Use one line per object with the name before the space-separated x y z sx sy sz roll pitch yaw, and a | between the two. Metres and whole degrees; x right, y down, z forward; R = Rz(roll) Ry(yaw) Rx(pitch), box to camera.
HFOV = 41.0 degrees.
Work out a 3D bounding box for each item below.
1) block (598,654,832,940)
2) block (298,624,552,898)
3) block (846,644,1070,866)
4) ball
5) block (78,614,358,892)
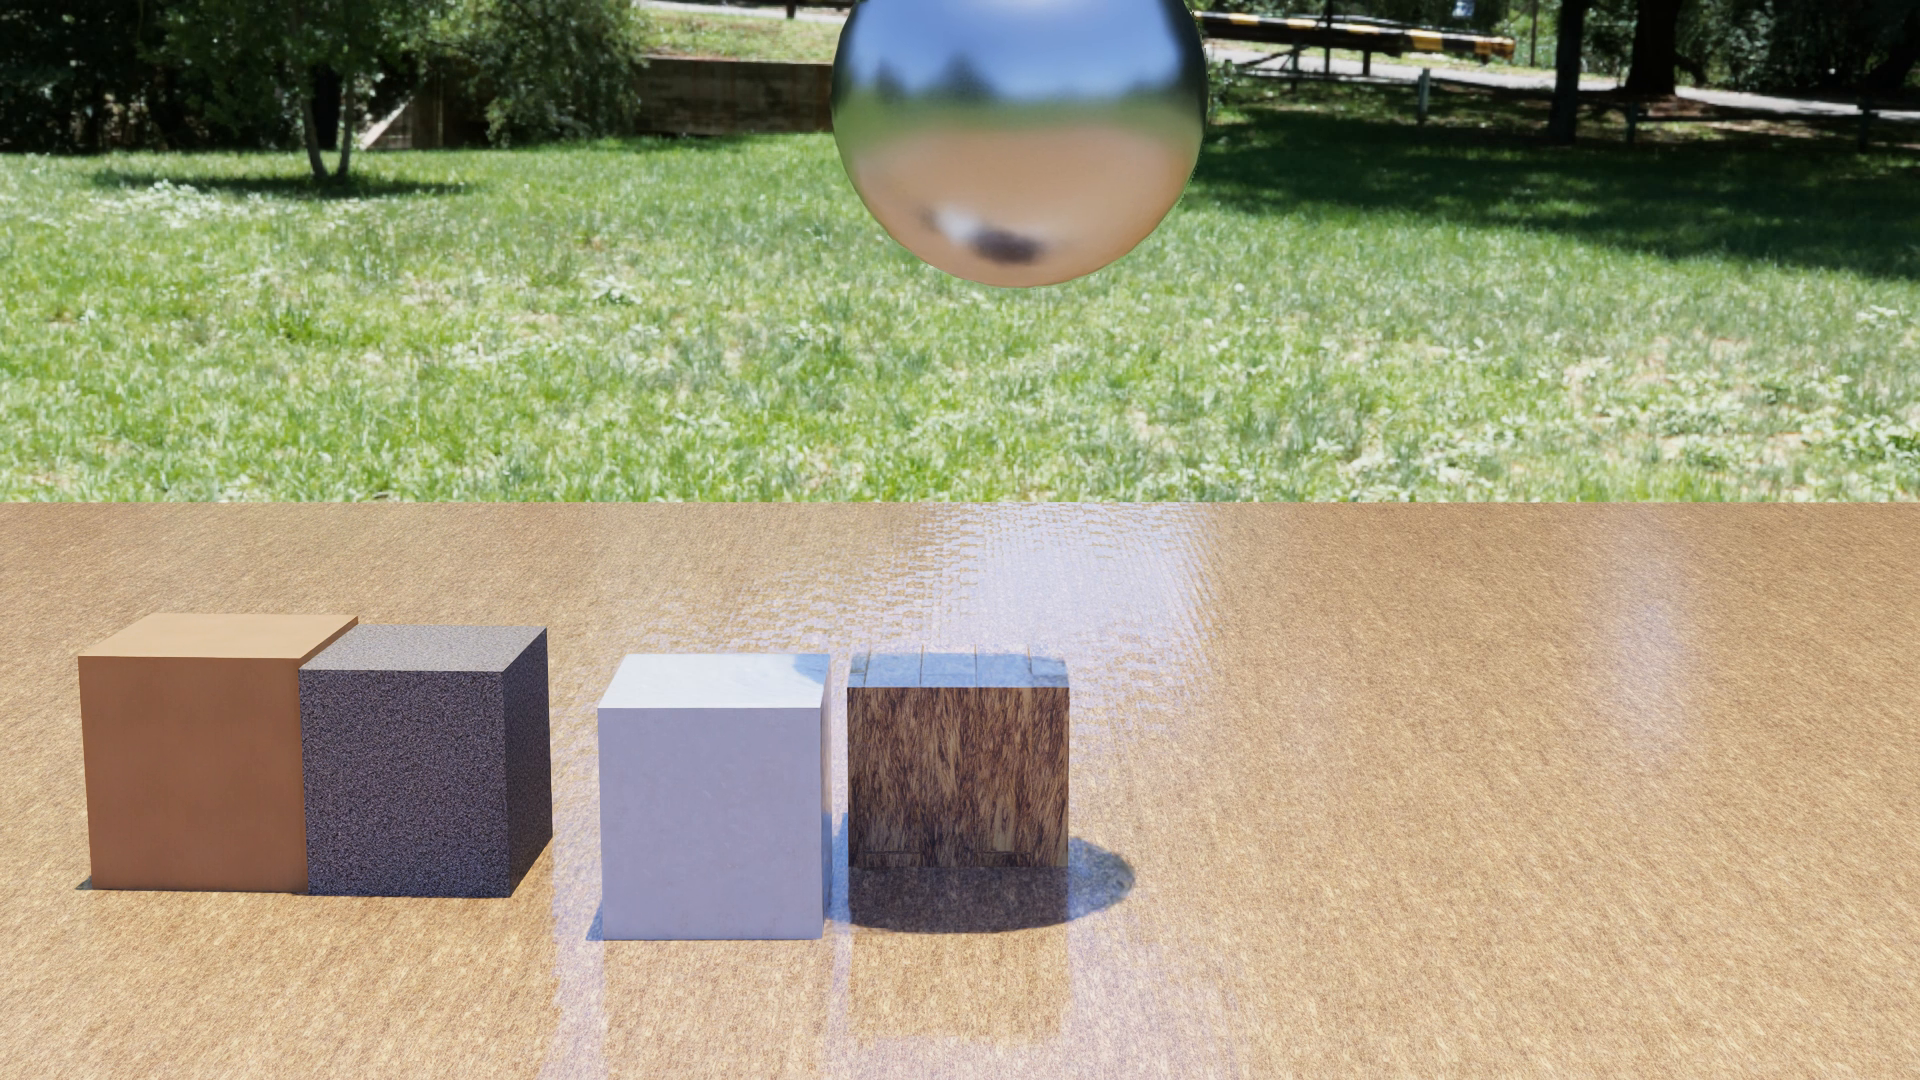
block | -1.019 1.072 10.934 0.900 0.979 0.975 0 10 0
block | -2.360 0.966 11.452 0.881 1.001 0.906 0 10 3
block | -0.007 0.981 11.859 0.986 0.827 0.870 0 10 0
ball | 0.250 -1.867 10.841 1.600 1.600 1.600 0 10 0
block | -3.282 0.934 11.516 0.968 1.041 0.888 0 10 3
